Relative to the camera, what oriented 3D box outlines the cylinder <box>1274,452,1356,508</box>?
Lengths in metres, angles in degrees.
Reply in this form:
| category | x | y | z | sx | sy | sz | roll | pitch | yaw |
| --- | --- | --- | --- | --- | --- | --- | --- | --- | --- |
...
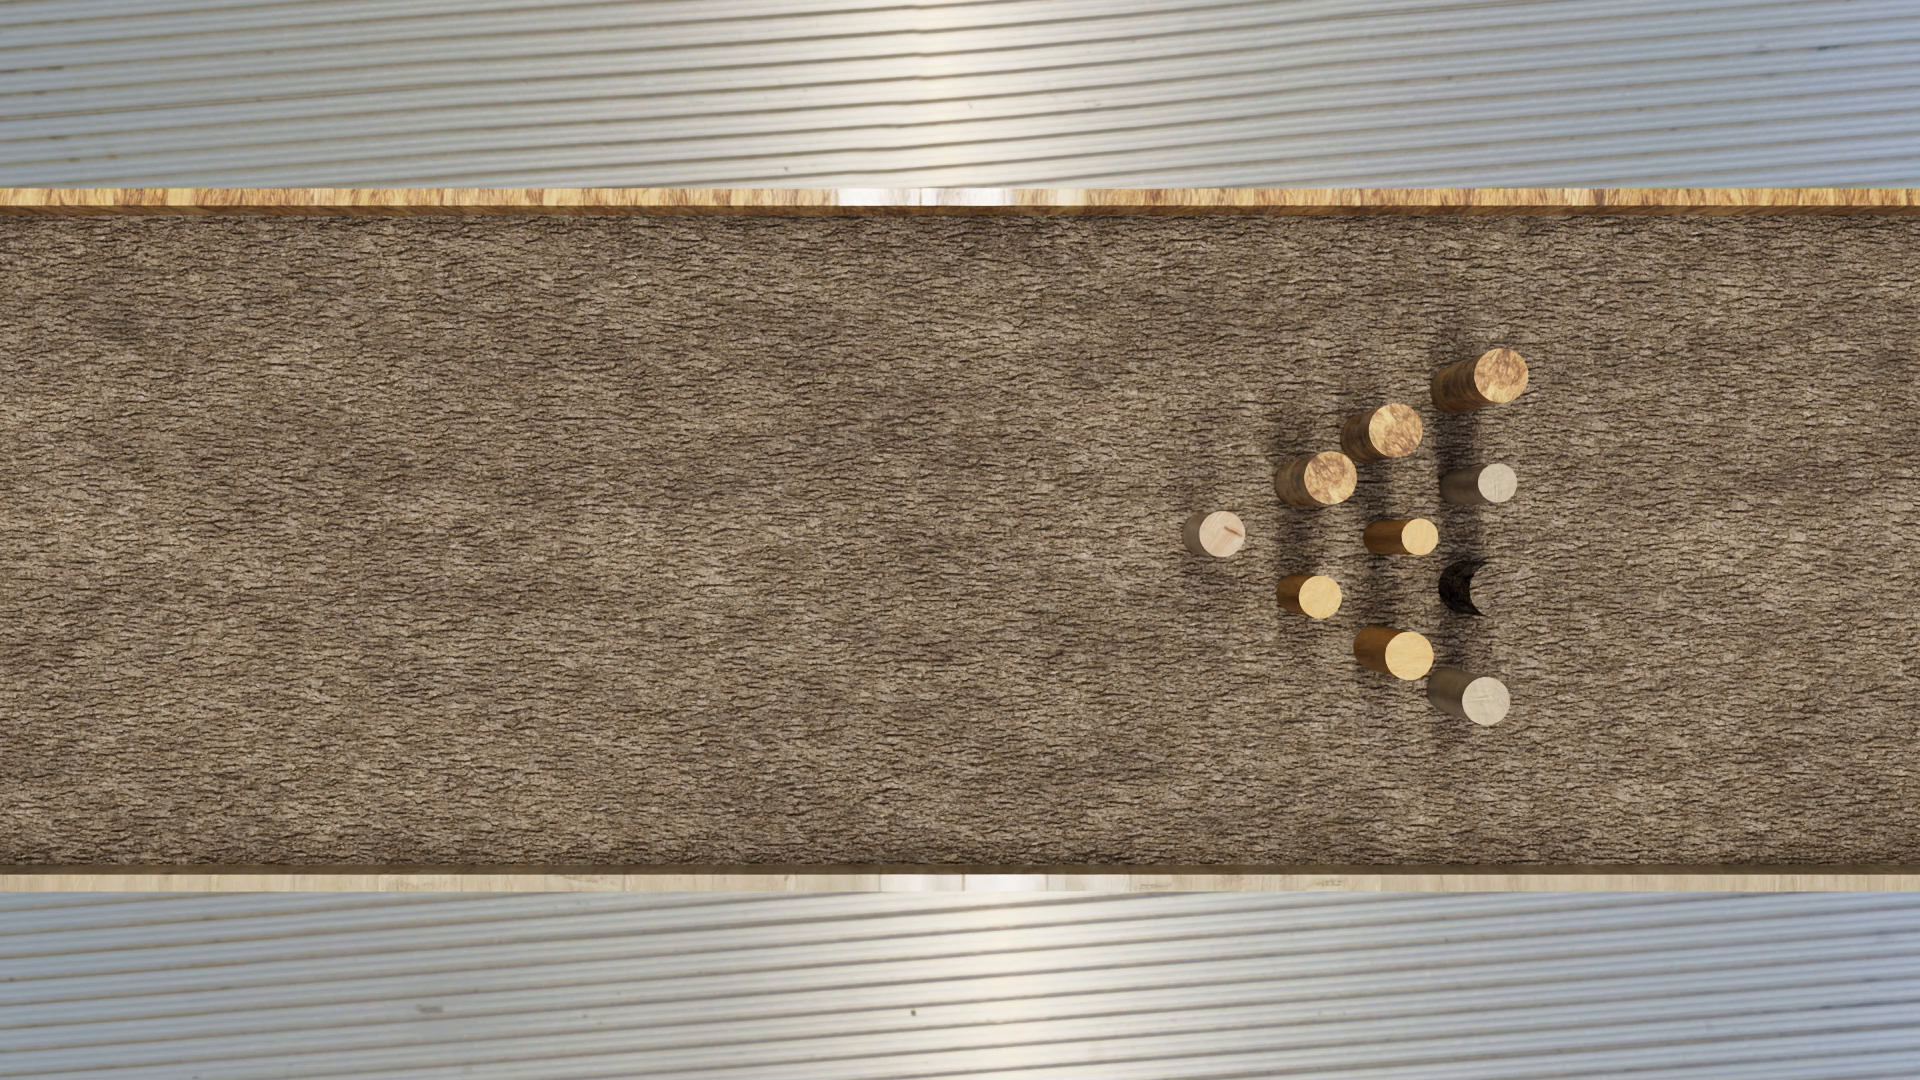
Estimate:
| category | x | y | z | sx | sy | sz | roll | pitch | yaw |
| --- | --- | --- | --- | --- | --- | --- | --- | --- | --- |
| cylinder | 1.041 | -0.175 | 4.852 | 0.148 | 0.448 | 0.148 | 0 | 90 | 0 |

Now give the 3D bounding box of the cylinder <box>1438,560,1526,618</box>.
| category | x | y | z | sx | sy | sz | roll | pitch | yaw |
| --- | --- | --- | --- | --- | --- | --- | --- | --- | --- |
| cylinder | 1.553 | 0.145 | 4.921 | 0.162 | 0.311 | 0.162 | 0 | 90 | 0 |

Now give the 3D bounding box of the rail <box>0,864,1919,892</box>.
| category | x | y | z | sx | sy | sz | roll | pitch | yaw |
| --- | --- | --- | --- | --- | --- | --- | --- | --- | --- |
| rail | -2.247 | 1.025 | 5.001 | 12.000 | 0.150 | 0.050 | 0 | 90 | 0 |

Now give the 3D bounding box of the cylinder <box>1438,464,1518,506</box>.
| category | x | y | z | sx | sy | sz | roll | pitch | yaw |
| --- | --- | --- | --- | --- | --- | --- | --- | --- | --- |
| cylinder | 1.530 | -0.162 | 4.884 | 0.111 | 0.384 | 0.111 | 0 | 90 | 0 |

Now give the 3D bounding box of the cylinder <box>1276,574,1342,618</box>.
| category | x | y | z | sx | sy | sz | roll | pitch | yaw |
| --- | --- | --- | --- | --- | --- | --- | --- | --- | --- |
| cylinder | 1.034 | 0.163 | 4.904 | 0.123 | 0.344 | 0.123 | 0 | 90 | 0 |

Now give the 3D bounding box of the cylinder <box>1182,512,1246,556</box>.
| category | x | y | z | sx | sy | sz | roll | pitch | yaw |
| --- | --- | --- | --- | --- | --- | --- | --- | --- | --- |
| cylinder | 0.747 | -0.017 | 4.887 | 0.130 | 0.378 | 0.130 | 0 | 90 | 0 |

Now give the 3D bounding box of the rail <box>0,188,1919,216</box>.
| category | x | y | z | sx | sy | sz | roll | pitch | yaw |
| --- | --- | --- | --- | --- | --- | --- | --- | --- | --- |
| rail | -2.247 | -1.025 | 5.002 | 12.000 | 0.150 | 0.050 | 0 | 90 | 0 |

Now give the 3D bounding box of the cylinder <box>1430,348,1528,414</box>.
| category | x | y | z | sx | sy | sz | roll | pitch | yaw |
| --- | --- | --- | --- | --- | --- | --- | --- | --- | --- |
| cylinder | 1.522 | -0.462 | 4.856 | 0.153 | 0.440 | 0.153 | 0 | 90 | 0 |

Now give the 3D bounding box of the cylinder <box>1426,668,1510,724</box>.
| category | x | y | z | sx | sy | sz | roll | pitch | yaw |
| --- | --- | --- | --- | --- | --- | --- | --- | --- | --- |
| cylinder | 1.504 | 0.460 | 4.894 | 0.137 | 0.364 | 0.137 | 0 | 90 | 0 |

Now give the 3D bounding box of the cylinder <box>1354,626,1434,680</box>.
| category | x | y | z | sx | sy | sz | roll | pitch | yaw |
| --- | --- | --- | --- | --- | --- | --- | --- | --- | --- |
| cylinder | 1.279 | 0.330 | 4.885 | 0.137 | 0.383 | 0.137 | 0 | 90 | 0 |

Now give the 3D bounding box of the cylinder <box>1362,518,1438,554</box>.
| category | x | y | z | sx | sy | sz | roll | pitch | yaw |
| --- | --- | --- | --- | --- | --- | --- | --- | --- | --- |
| cylinder | 1.290 | -0.009 | 4.851 | 0.102 | 0.450 | 0.102 | 0 | 90 | 0 |

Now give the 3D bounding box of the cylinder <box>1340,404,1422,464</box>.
| category | x | y | z | sx | sy | sz | roll | pitch | yaw |
| --- | --- | --- | --- | --- | --- | --- | --- | --- | --- |
| cylinder | 1.247 | -0.314 | 4.898 | 0.154 | 0.357 | 0.154 | 0 | 90 | 0 |
